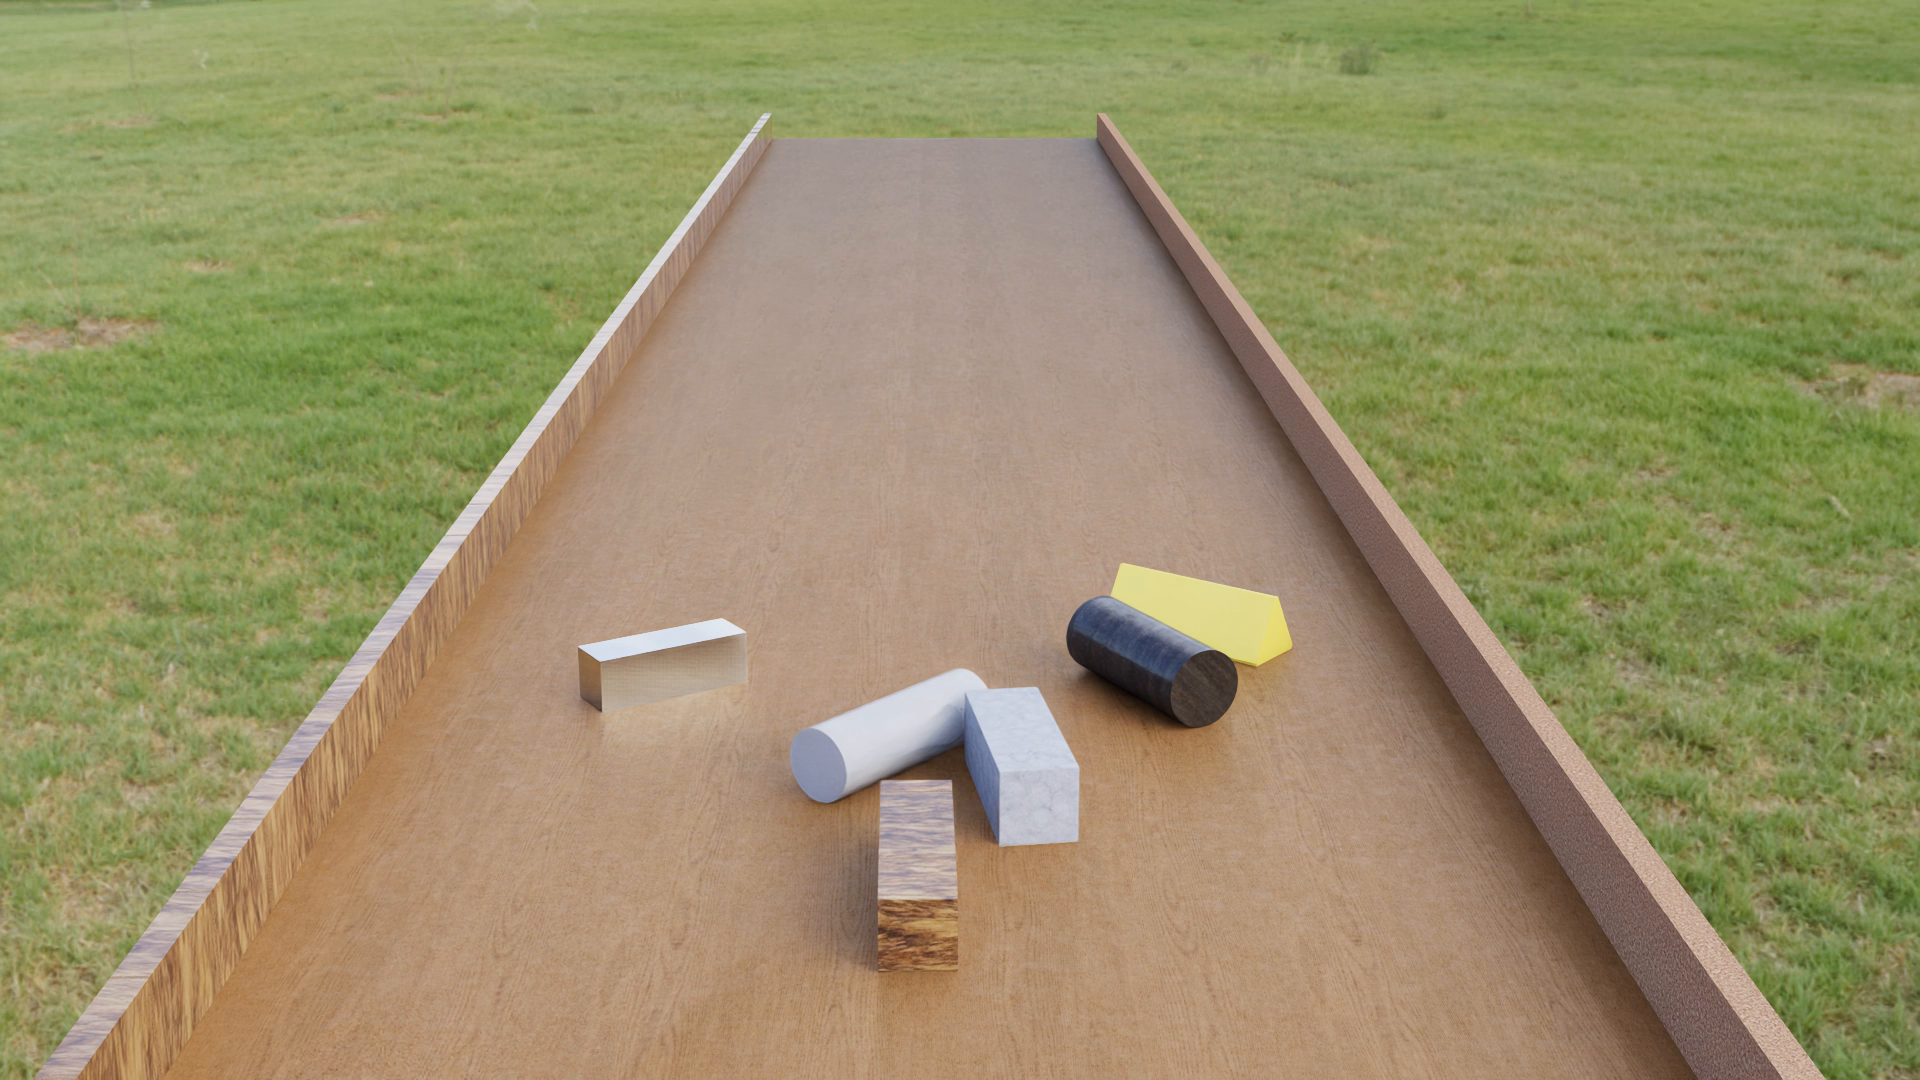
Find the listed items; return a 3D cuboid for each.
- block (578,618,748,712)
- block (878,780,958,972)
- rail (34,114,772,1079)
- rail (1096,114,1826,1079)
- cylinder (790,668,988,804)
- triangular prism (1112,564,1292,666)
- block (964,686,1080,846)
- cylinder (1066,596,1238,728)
[{"bbox_3d":[-0.571,0.240,4.240,0.308,0.103,0.103,-11,20,-32],"label":"block"},{"bbox_3d":[-0.065,0.502,3.339,0.114,0.114,0.434,0,17,-1],"label":"block"},{"bbox_3d":[-1.118,-0.838,7.780,0.050,0.150,12.000,0,17,-1],"label":"rail"},{"bbox_3d":[0.932,-0.844,7.801,0.050,0.150,12.000,0,17,-1],"label":"rail"},{"bbox_3d":[-0.115,0.339,3.855,0.132,0.132,0.387,14,21,38],"label":"cylinder"},{"bbox_3d":[0.486,0.141,4.522,0.372,0.125,0.144,13,21,36],"label":"triangular prism"},{"bbox_3d":[0.100,0.378,3.727,0.130,0.130,0.376,-2,17,-8],"label":"block"},{"bbox_3d":[0.362,0.228,4.198,0.150,0.150,0.368,-9,19,-27],"label":"cylinder"}]
